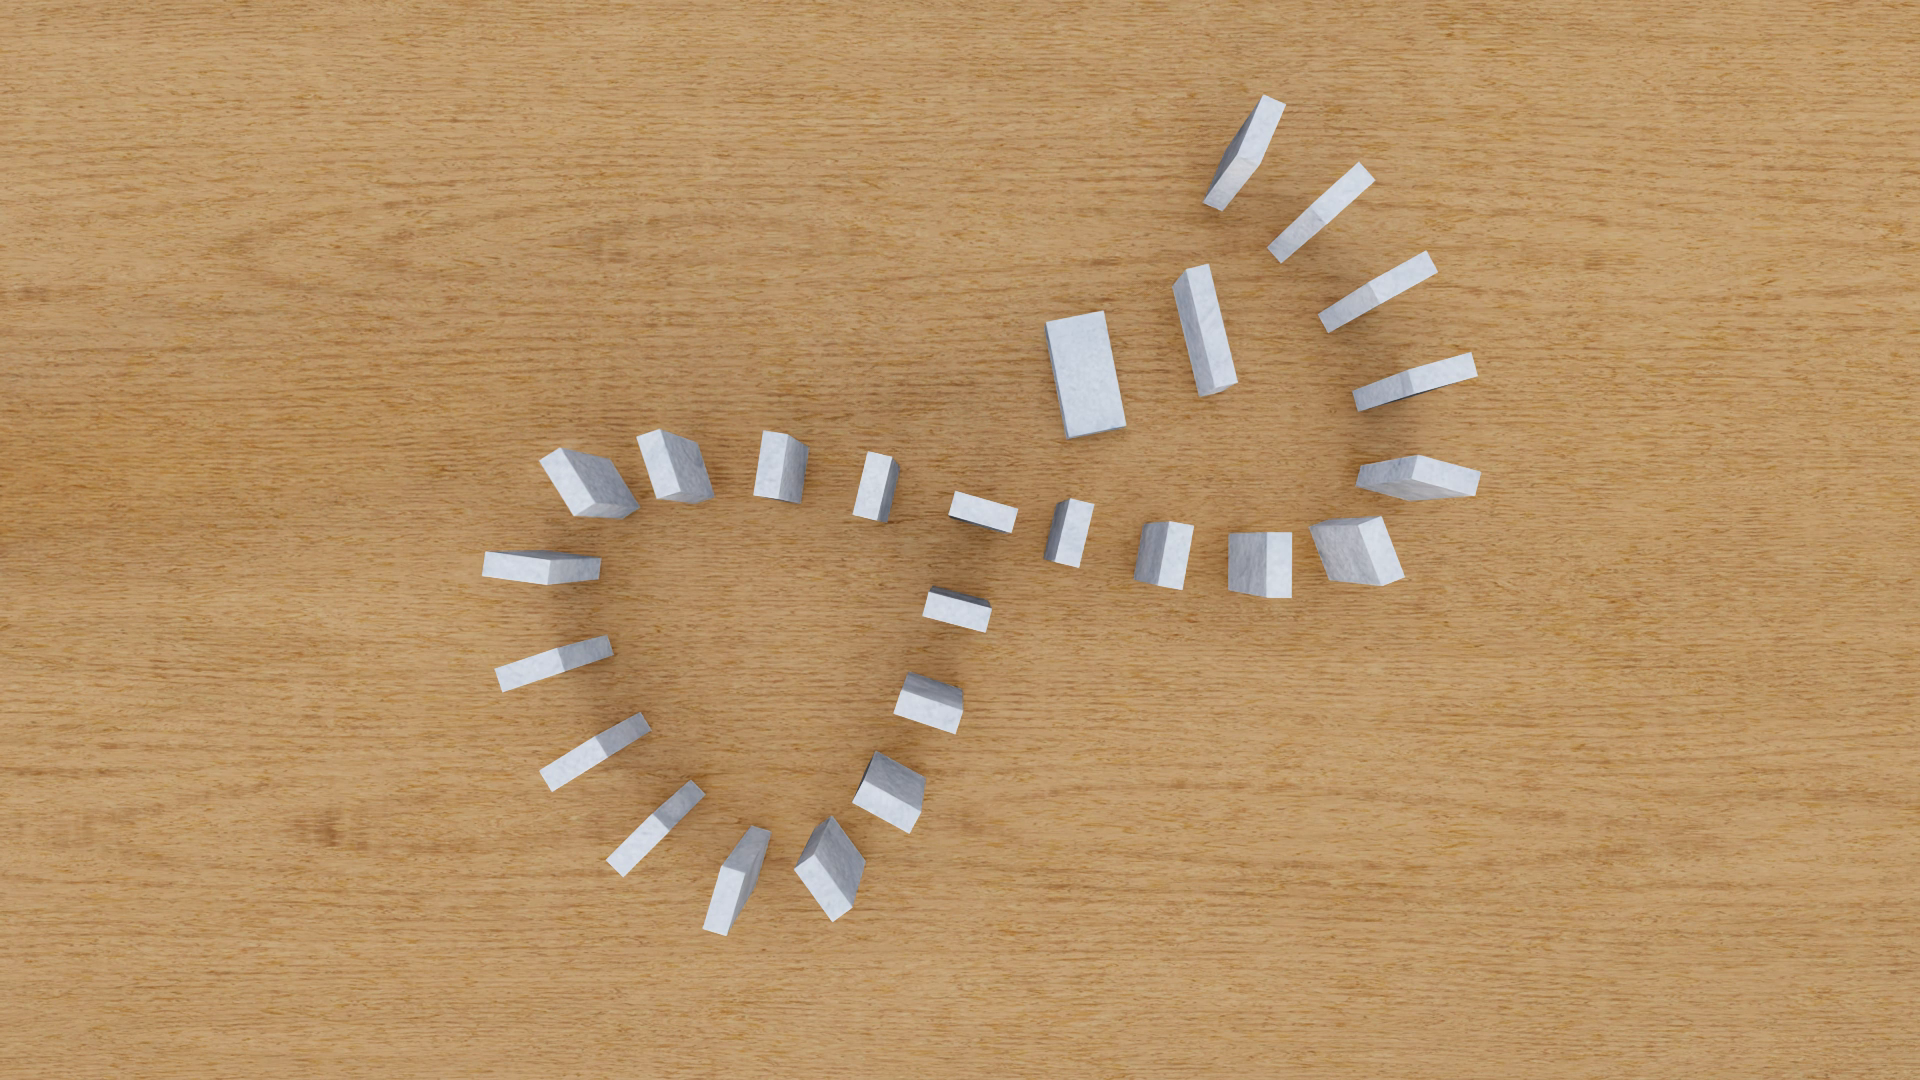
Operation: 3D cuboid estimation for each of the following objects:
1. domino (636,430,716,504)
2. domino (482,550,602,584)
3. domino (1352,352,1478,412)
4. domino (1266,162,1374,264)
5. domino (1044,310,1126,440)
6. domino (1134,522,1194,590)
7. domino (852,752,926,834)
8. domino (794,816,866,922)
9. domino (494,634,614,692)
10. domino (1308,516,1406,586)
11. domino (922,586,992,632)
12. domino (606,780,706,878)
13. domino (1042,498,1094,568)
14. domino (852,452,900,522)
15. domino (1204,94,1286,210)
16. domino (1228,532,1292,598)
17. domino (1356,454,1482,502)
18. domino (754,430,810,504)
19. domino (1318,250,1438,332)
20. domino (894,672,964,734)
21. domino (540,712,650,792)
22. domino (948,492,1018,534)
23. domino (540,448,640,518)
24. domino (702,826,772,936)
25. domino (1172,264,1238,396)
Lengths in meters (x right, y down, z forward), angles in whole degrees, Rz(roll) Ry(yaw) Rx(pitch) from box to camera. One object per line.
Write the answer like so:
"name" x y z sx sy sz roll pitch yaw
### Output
"domino" -0.115 -0.029 0.375 0.009 0.050 0.025 -18 90 0
"domino" -0.170 0.011 0.375 0.025 0.050 0.009 8 90 0
"domino" 0.185 -0.064 0.375 0.025 0.050 0.010 -16 90 0
"domino" 0.146 -0.133 0.375 0.025 0.050 0.009 -42 90 0
"domino" 0.054 -0.071 0.395 0.025 0.010 0.050 -11 90 0
"domino" 0.083 0.006 0.375 0.010 0.050 0.025 10 90 0
"domino" -0.028 0.102 0.375 0.025 0.050 0.010 29 90 0
"domino" -0.052 0.133 0.375 0.009 0.050 0.025 -36 90 0
"domino" -0.164 0.050 0.375 0.025 0.050 0.010 -19 90 0
"domino" 0.161 0.004 0.375 0.009 0.050 0.025 -21 90 0
"domino" -0.001 0.028 0.375 0.025 0.050 0.009 15 90 0
"domino" -0.123 0.117 0.375 0.025 0.050 0.009 -45 90 0
"domino" 0.044 -0.003 0.375 0.009 0.050 0.025 14 90 0
"domino" -0.034 -0.021 0.375 0.009 0.050 0.025 13 90 0
"domino" 0.115 -0.157 0.375 0.009 0.050 0.025 23 90 0
"domino" 0.122 0.010 0.375 0.010 0.050 0.025 0 90 0
"domino" 0.186 -0.025 0.375 0.025 0.050 0.010 15 90 0
"domino" -0.072 -0.029 0.375 0.010 0.050 0.025 9 90 0
"domino" 0.169 -0.101 0.375 0.025 0.050 0.009 -29 90 0
"domino" -0.012 0.066 0.375 0.025 0.050 0.010 18 90 0
"domino" -0.148 0.086 0.375 0.025 0.050 0.009 -32 90 0
"domino" 0.009 -0.011 0.375 0.025 0.050 0.009 16 90 0
"domino" -0.150 -0.022 0.375 0.009 0.050 0.025 -32 90 0
"domino" -0.090 0.138 0.375 0.009 0.050 0.025 17 90 0
"domino" 0.103 -0.088 0.388 0.010 0.025 0.050 -14 90 0
